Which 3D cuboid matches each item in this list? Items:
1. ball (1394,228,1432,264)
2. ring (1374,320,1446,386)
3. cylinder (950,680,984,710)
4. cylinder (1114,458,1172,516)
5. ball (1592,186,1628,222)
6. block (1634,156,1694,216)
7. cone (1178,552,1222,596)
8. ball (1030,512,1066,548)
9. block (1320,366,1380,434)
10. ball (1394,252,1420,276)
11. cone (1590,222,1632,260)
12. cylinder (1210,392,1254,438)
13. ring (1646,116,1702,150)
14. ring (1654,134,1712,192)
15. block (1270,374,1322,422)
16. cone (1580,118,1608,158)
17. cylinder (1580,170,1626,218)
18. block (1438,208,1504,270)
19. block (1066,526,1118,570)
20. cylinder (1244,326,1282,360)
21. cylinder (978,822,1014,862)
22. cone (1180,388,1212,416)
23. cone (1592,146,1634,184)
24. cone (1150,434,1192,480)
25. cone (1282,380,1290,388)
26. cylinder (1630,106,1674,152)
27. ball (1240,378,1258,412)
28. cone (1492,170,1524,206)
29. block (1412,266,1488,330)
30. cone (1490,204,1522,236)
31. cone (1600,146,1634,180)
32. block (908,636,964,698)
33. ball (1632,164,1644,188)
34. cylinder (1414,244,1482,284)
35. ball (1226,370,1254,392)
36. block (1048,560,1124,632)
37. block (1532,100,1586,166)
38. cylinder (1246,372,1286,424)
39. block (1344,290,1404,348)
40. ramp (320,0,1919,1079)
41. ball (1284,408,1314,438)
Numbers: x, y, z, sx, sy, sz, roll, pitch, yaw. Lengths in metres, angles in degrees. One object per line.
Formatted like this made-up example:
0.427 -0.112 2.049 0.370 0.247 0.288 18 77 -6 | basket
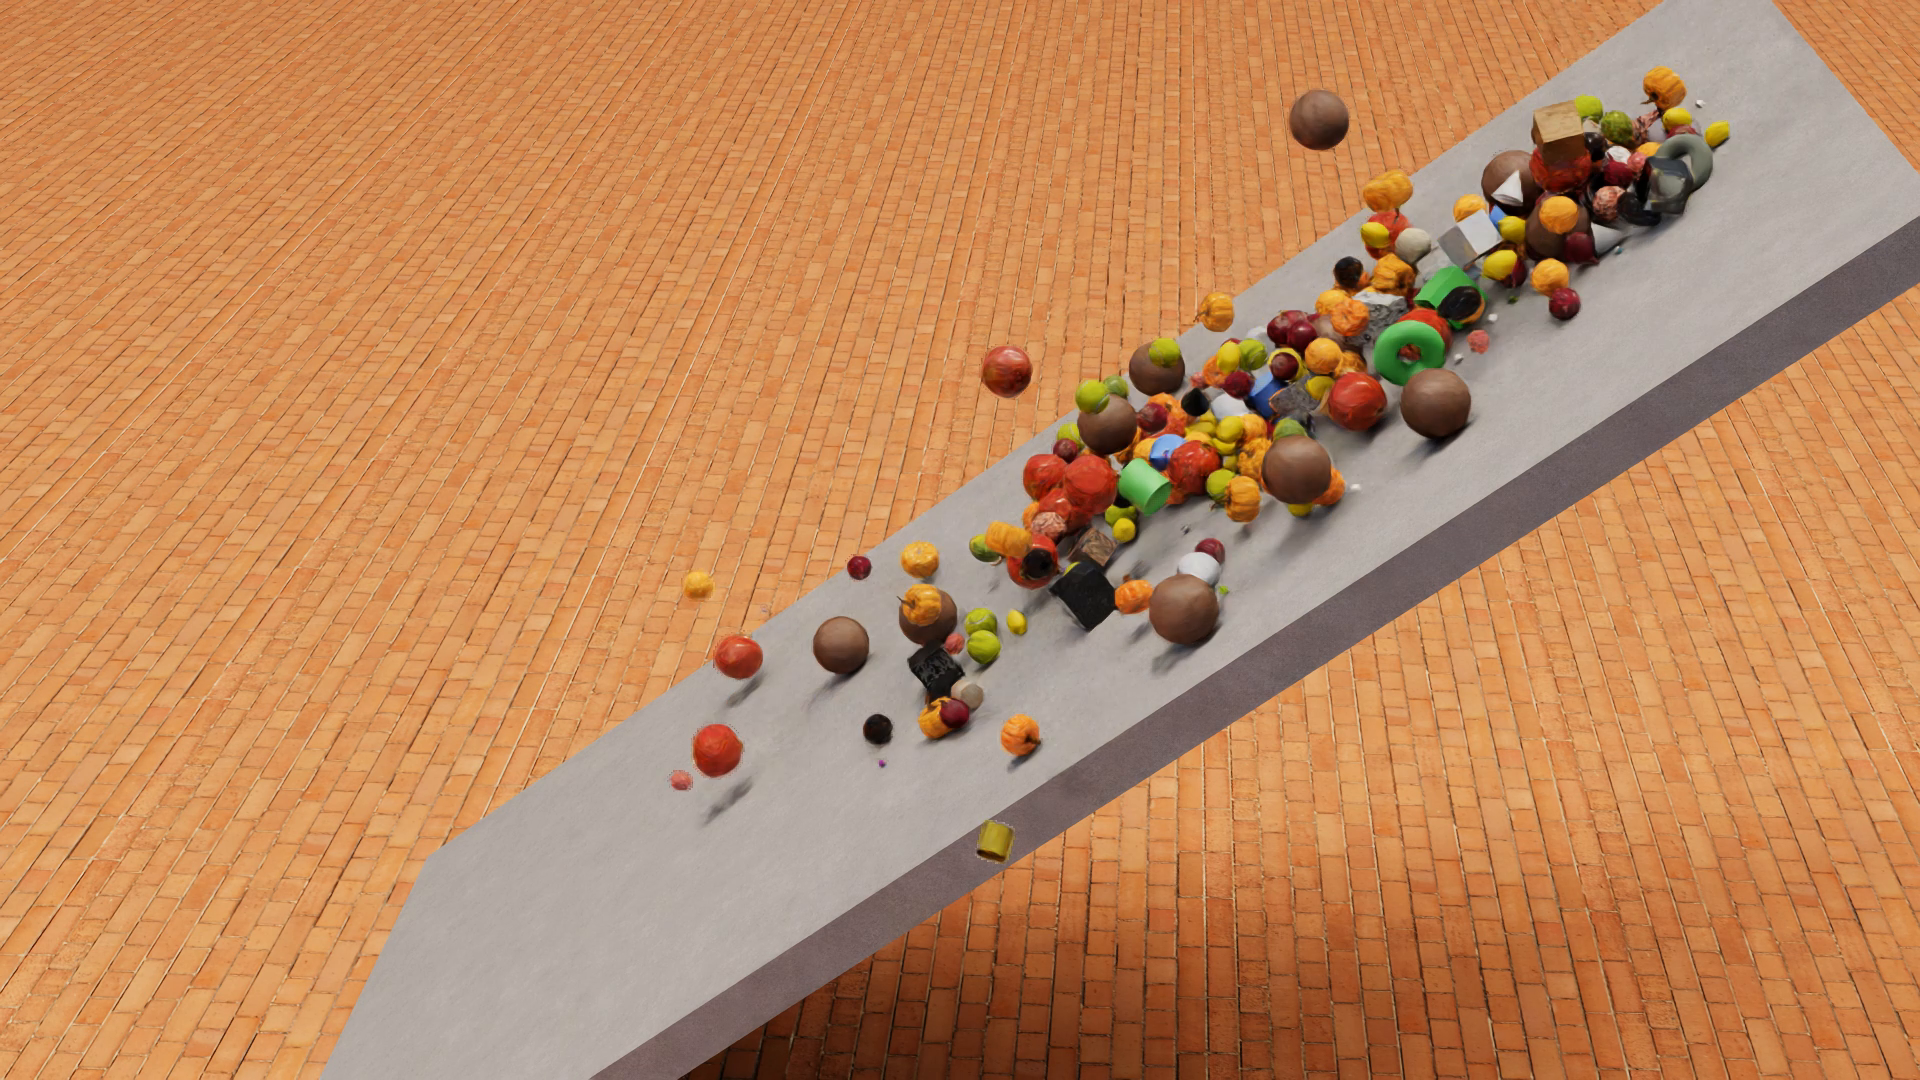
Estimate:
0.936 -0.607 6.074 0.076 0.076 0.076 0 23 0 | ball
0.866 -0.359 5.667 0.140 0.140 0.047 1 33 3 | ring
0.014 0.311 5.918 0.051 0.051 0.051 -12 13 -26 | cylinder
0.368 -0.107 5.893 0.082 0.082 0.082 41 41 24 | cylinder
1.256 -0.650 5.682 0.070 0.070 0.070 0 23 0 | ball
1.325 -0.667 5.535 0.075 0.075 0.075 7 34 -7 | block
0.443 0.080 5.524 0.085 0.085 0.085 6 36 13 | cone
0.187 -0.023 6.188 0.075 0.075 0.075 0 23 0 | ball
0.765 -0.276 5.775 0.078 0.078 0.078 35 33 -6 | block
0.947 -0.591 6.148 0.077 0.077 0.077 0 23 0 | ball
1.250 -0.578 5.634 0.074 0.074 0.074 -9 22 7 | cone
0.571 -0.264 6.185 0.070 0.070 0.070 -12 63 -26 | cylinder
1.412 -0.804 5.817 0.106 0.035 0.106 -10 37 8 | ring
1.380 -0.717 5.618 0.122 0.122 0.041 19 3 38 | ring
0.680 -0.281 5.934 0.066 0.066 0.066 -32 -3 -37 | block
1.245 -0.789 5.930 0.089 0.089 0.089 -29 29 -7 | cone
1.261 -0.677 5.769 0.073 0.073 0.073 -2 -13 -5 | cylinder
1.008 -0.593 5.811 0.076 0.076 0.076 -32 -4 -29 | block
0.272 0.026 6.080 0.064 0.064 0.064 38 57 -5 | block
0.669 -0.433 6.493 0.066 0.066 0.066 -3 13 -8 | cylinder
0.063 0.540 5.258 0.053 0.053 0.053 9 66 20 | cylinder
0.498 -0.306 6.205 0.065 0.065 0.065 -2 61 3 | cone
1.327 -0.752 5.925 0.088 0.088 0.088 12 13 27 | cone
0.418 -0.171 6.116 0.098 0.098 0.098 13 9 27 | cone
0.682 -0.321 6.176 0.053 0.053 0.053 -36 16 12 | cone
1.400 -0.829 5.928 0.069 0.069 0.069 -25 2 42 | cylinder
0.629 -0.308 6.228 0.070 0.070 0.070 0 23 0 | ball
1.045 -0.672 5.557 0.063 0.063 0.063 20 -6 2 | cone
0.975 -0.479 5.848 0.089 0.089 0.089 -48 11 -5 | block
1.087 -0.622 5.847 0.071 0.071 0.071 20 28 14 | cone
1.301 -0.732 5.751 0.072 0.072 0.072 -5 12 -12 | cone
-0.051 0.266 6.152 0.080 0.080 0.080 -39 15 3 | block
1.340 -0.707 5.746 0.056 0.056 0.056 0 23 0 | ball
0.998 -0.555 6.021 0.100 0.100 0.100 -36 20 11 | cylinder
0.609 -0.334 6.353 0.066 0.066 0.066 0 23 0 | ball
0.251 0.112 5.869 0.095 0.095 0.095 -41 16 -6 | block
1.146 -0.779 5.629 0.080 0.080 0.080 -14 62 5 | block
0.647 -0.295 6.105 0.077 0.077 0.077 -39 16 14 | cylinder
0.832 -0.442 5.912 0.090 0.090 0.090 11 21 26 | block
0.128 0.180 6.324 4.000 0.100 2.000 -34 16 17 | ramp
0.676 -0.232 5.869 0.061 0.061 0.061 0 23 0 | ball
